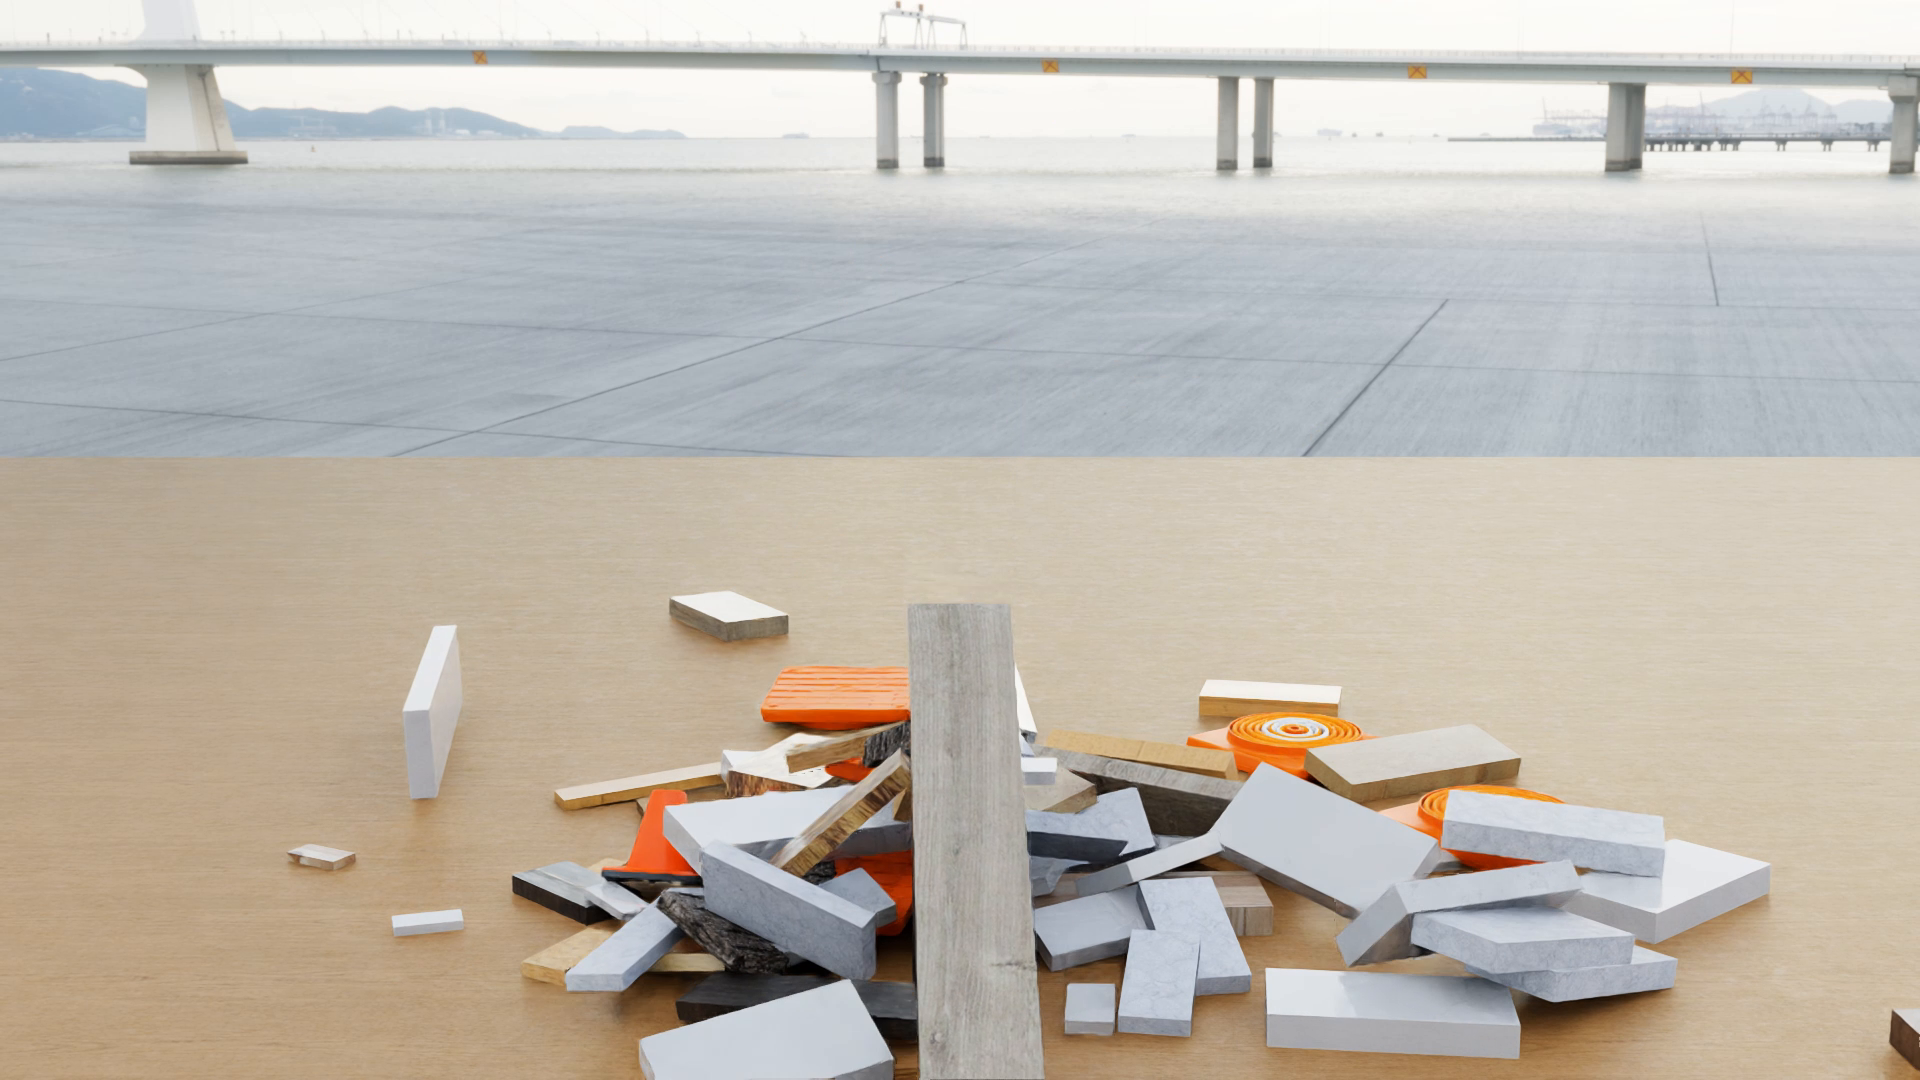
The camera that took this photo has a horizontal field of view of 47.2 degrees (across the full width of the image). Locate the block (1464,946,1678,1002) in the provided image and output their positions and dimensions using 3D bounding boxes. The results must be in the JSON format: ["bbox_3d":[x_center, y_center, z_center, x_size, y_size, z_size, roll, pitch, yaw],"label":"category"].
[{"bbox_3d":[0.898,0.623,3.225,0.305,0.043,0.153,5,5,-40],"label":"block"}]

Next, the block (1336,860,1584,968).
[{"bbox_3d":[0.744,0.555,3.271,0.340,0.170,0.048,-2,55,-29],"label":"block"}]

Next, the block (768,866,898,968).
[{"bbox_3d":[-0.218,0.578,3.342,0.220,0.031,0.110,-20,34,-25],"label":"block"}]

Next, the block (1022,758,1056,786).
[{"bbox_3d":[0.070,0.335,3.191,0.139,0.020,0.069,1,11,3],"label":"block"}]

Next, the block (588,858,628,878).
[{"bbox_3d":[-0.611,0.567,3.760,0.045,0.013,0.091,5,12,26],"label":"block"}]

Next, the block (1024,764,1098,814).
[{"bbox_3d":[0.097,0.453,3.678,0.241,0.034,0.121,-23,24,-26],"label":"block"}]

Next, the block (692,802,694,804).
[{"bbox_3d":[-0.321,0.477,3.628,0.240,0.034,0.120,3,16,-8],"label":"block"}]

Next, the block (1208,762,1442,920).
[{"bbox_3d":[0.591,0.500,3.589,0.340,0.048,0.170,22,61,37],"label":"block"}]

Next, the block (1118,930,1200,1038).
[{"bbox_3d":[0.290,0.638,3.180,0.102,0.029,0.204,2,26,10],"label":"block"}]

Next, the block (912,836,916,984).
[{"bbox_3d":[0.003,0.536,3.172,0.143,0.285,0.040,0,-1,1],"label":"block"}]

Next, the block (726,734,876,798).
[{"bbox_3d":[-0.288,0.428,4.061,0.167,0.047,0.334,10,9,16],"label":"block"}]

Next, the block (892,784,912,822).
[{"bbox_3d":[-0.016,0.364,3.475,0.121,0.241,0.034,11,42,-13],"label":"block"}]

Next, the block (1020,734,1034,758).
[{"bbox_3d":[0.063,0.305,3.322,0.069,0.020,0.139,10,12,-14],"label":"block"}]

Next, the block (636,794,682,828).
[{"bbox_3d":[-0.551,0.499,4.064,0.072,0.020,0.144,-7,8,-16],"label":"block"}]

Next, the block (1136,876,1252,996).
[{"bbox_3d":[0.352,0.599,3.332,0.117,0.033,0.235,-2,29,-9],"label":"block"}]

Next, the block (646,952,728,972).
[{"bbox_3d":[-0.415,0.628,3.274,0.175,0.025,0.087,-4,-9,16],"label":"block"}]

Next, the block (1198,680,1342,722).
[{"bbox_3d":[0.683,0.353,4.832,0.299,0.042,0.149,2,11,13],"label":"block"}]

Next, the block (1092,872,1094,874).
[{"bbox_3d":[0.176,0.563,3.721,0.246,0.035,0.123,2,11,10],"label":"block"}]

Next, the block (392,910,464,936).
[{"bbox_3d":[-0.850,0.611,3.513,0.108,0.015,0.054,-3,11,-17],"label":"block"}]

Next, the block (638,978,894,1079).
[{"bbox_3d":[-0.251,0.674,2.851,0.295,0.042,0.148,-12,40,-23],"label":"block"}]

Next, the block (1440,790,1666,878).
[{"bbox_3d":[1.002,0.494,3.718,0.356,0.050,0.178,6,12,15],"label":"block"}]

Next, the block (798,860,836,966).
[{"bbox_3d":[-0.264,0.575,3.415,0.108,0.031,0.217,0,30,7],"label":"block"}]

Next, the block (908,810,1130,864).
[{"bbox_3d":[0.092,0.464,3.493,0.336,0.034,0.121,7,-26,-6],"label":"block"}]

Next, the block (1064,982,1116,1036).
[{"bbox_3d":[0.188,0.674,3.163,0.069,0.020,0.139,1,11,5],"label":"block"}]

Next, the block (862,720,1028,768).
[{"bbox_3d":[-0.030,0.348,3.643,0.171,0.049,0.343,12,-15,-16],"label":"block"}]

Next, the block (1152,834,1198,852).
[{"bbox_3d":[0.283,0.521,3.775,0.246,0.035,0.123,1,-6,15],"label":"block"}]

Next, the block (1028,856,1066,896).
[{"bbox_3d":[0.063,0.557,3.568,0.202,0.029,0.101,-15,12,21],"label":"block"}]

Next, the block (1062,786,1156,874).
[{"bbox_3d":[0.193,0.500,3.680,0.246,0.035,0.123,-13,49,-3],"label":"block"}]

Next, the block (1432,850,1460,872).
[{"bbox_3d":[0.798,0.557,3.801,0.117,0.017,0.058,-2,11,-13],"label":"block"}]

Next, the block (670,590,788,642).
[{"bbox_3d":[-0.598,0.194,5.667,0.173,0.049,0.346,-6,12,-31],"label":"block"}]

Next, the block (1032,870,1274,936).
[{"bbox_3d":[0.296,0.588,3.549,0.390,0.048,0.170,0,11,-3],"label":"block"}]
